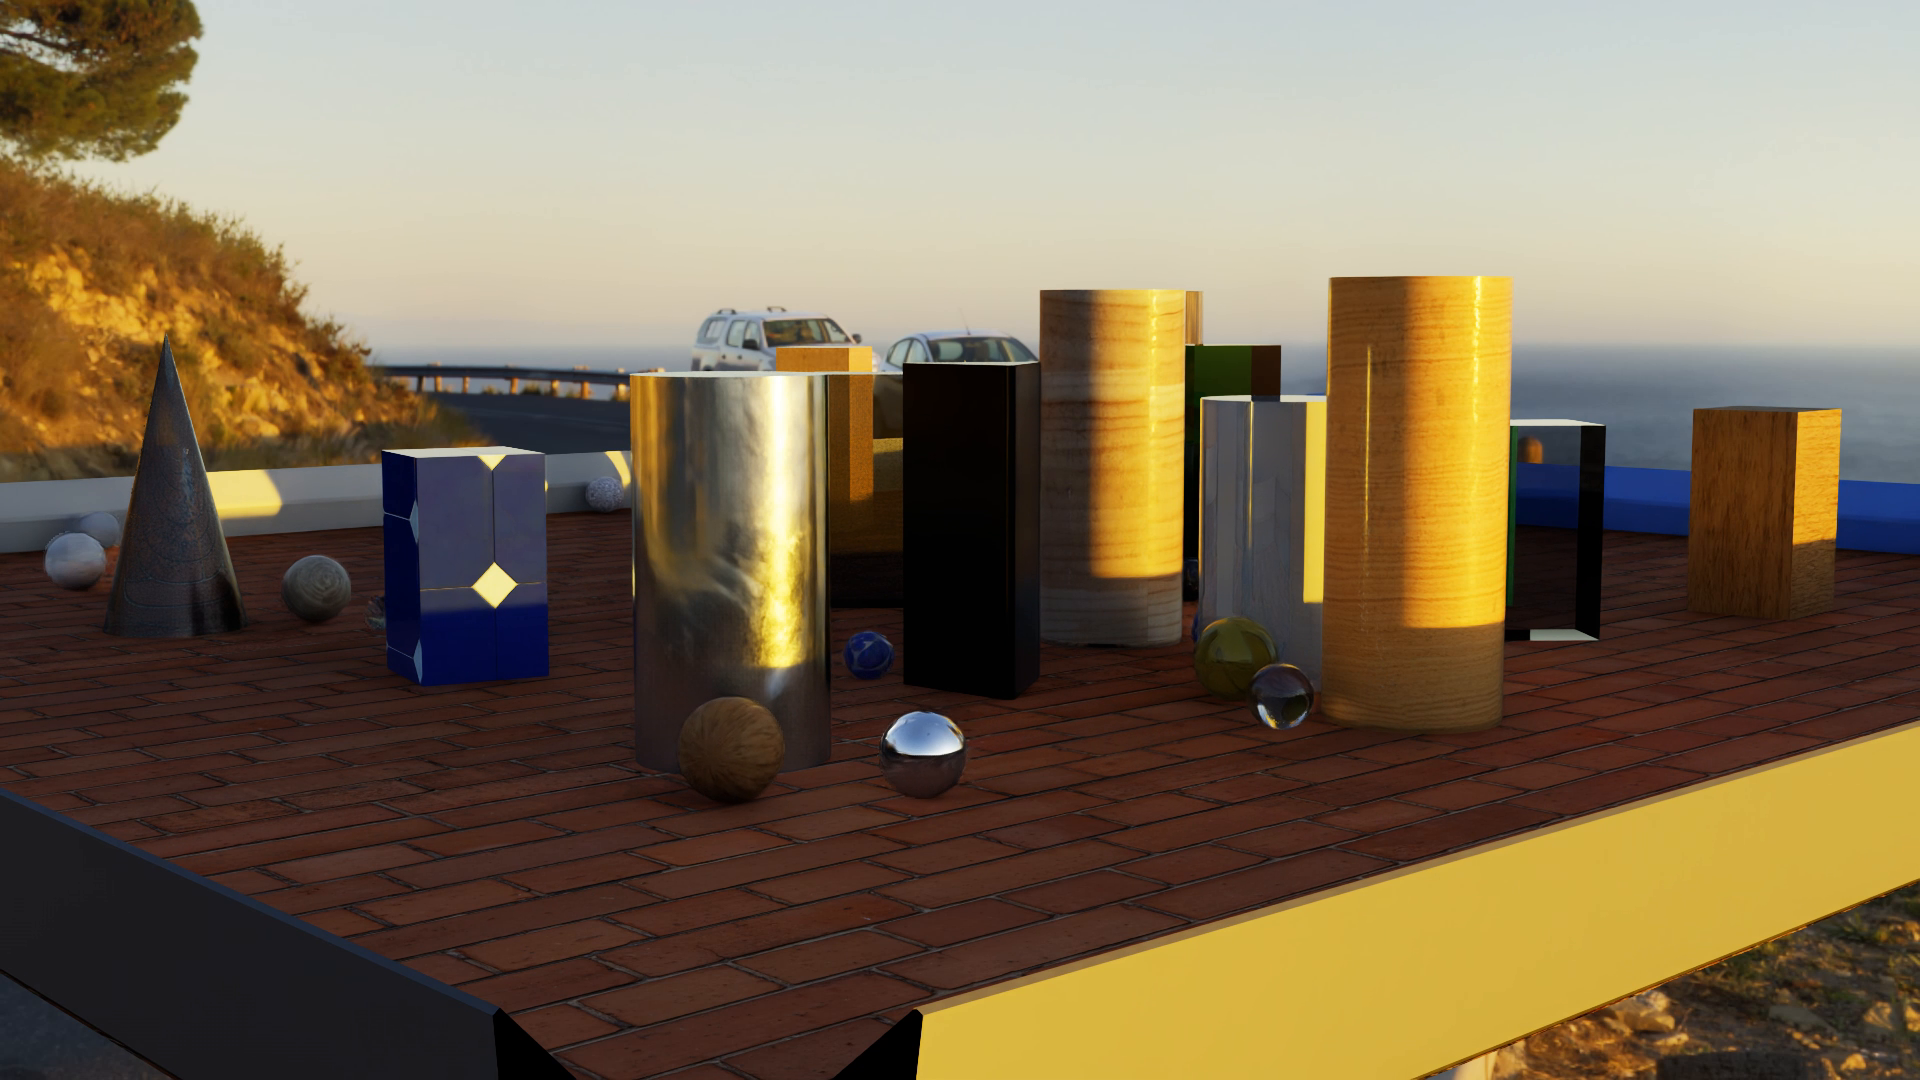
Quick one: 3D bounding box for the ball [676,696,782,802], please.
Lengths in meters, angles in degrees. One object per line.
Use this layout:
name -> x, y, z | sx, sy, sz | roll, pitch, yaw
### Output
ball -> -0.209, 0.190, 1.993 | 0.096, 0.096, 0.096 | 0, 6, 0

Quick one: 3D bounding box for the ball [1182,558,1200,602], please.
ball -> 0.349, 0.062, 3.358 | 0.066, 0.066, 0.066 | 0, 6, 0

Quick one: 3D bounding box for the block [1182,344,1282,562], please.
block -> 0.417, -0.126, 3.608 | 0.156, 0.388, 0.156 | -2, 6, -21

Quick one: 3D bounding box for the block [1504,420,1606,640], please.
block -> 0.783, -0.017, 3.031 | 0.156, 0.290, 0.156 | 0, 6, -3

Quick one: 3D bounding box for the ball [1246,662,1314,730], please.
ball -> 0.340, 0.166, 2.338 | 0.071, 0.071, 0.071 | 0, 6, 0

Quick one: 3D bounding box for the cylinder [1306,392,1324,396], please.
cylinder -> 0.680, -0.094, 3.716 | 0.195, 0.302, 0.195 | 0, 6, 0

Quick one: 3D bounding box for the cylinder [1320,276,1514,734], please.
cylinder -> 0.494, -0.044, 2.385 | 0.195, 0.479, 0.195 | 0, 6, 0

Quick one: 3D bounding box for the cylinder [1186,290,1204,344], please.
cylinder -> 0.342, -0.211, 3.991 | 0.195, 0.477, 0.195 | 0, 6, 0

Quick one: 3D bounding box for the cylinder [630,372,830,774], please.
cylinder -> -0.227, 0.027, 2.180 | 0.195, 0.381, 0.195 | 0, 6, 0

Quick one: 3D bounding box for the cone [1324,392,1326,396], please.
cone -> 0.539, -0.069, 3.215 | 0.195, 0.356, 0.195 | 0, 6, 0

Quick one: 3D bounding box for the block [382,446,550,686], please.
block -> -0.607, 0.028, 2.696 | 0.156, 0.272, 0.156 | -3, 7, -29

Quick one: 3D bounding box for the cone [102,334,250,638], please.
cone -> -1.101, -0.083, 3.070 | 0.195, 0.415, 0.195 | 0, 6, 0

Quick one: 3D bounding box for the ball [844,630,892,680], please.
ball -> -0.111, 0.139, 2.655 | 0.060, 0.060, 0.060 | 0, 6, 0

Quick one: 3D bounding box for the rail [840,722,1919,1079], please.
rail -> 1.142, 0.162, 2.101 | 3.484, 0.127, 0.045 | -5, 8, -42

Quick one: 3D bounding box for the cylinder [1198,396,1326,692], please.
cylinder -> 0.385, 0.000, 2.642 | 0.195, 0.339, 0.195 | 0, 6, 0

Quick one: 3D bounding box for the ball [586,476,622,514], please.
ball -> -0.780, -0.099, 4.819 | 0.081, 0.081, 0.081 | 0, 6, 0

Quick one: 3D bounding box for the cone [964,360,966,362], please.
cone -> 0.010, -0.208, 4.615 | 0.195, 0.340, 0.195 | 0, 6, 0

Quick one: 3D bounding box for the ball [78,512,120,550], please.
ball -> -1.597, -0.017, 4.081 | 0.072, 0.072, 0.072 | 0, 6, 0

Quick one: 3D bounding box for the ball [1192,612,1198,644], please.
ball -> 0.333, 0.115, 2.807 | 0.075, 0.075, 0.075 | 0, 6, 0

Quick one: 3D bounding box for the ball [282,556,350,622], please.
ball -> -0.921, 0.070, 3.144 | 0.095, 0.095, 0.095 | 0, 6, 0

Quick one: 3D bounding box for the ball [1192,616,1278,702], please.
ball -> 0.314, 0.135, 2.505 | 0.097, 0.097, 0.097 | 0, 6, 0

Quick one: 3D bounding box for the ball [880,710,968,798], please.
ball -> -0.033, 0.196, 2.013 | 0.080, 0.080, 0.080 | 0, 6, 0

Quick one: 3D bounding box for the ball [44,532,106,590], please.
ball -> -1.406, 0.034, 3.496 | 0.091, 0.091, 0.091 | 0, 6, 0

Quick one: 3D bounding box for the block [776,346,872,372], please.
block -> -0.279, -0.215, 4.552 | 0.156, 0.368, 0.156 | 2, 6, 15

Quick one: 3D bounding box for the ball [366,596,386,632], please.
ball -> -0.799, 0.103, 3.048 | 0.049, 0.049, 0.049 | 0, 6, 0

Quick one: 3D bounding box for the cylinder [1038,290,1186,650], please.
cylinder -> 0.203, -0.099, 2.954 | 0.195, 0.470, 0.195 | 0, 6, 0

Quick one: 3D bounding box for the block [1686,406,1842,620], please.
block -> 1.190, -0.045, 3.256 | 0.156, 0.299, 0.156 | 6, 8, 43

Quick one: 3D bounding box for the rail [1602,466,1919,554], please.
rail -> 1.263, -0.088, 4.491 | 0.045, 0.127, 3.414 | -5, 8, -42

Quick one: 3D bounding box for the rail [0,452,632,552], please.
rail -> -1.142, -0.096, 4.562 | 3.484, 0.127, 0.045 | -5, 8, -42

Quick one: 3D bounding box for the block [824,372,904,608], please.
block -> -0.143, -0.080, 3.350 | 0.156, 0.349, 0.156 | 0, 6, -4

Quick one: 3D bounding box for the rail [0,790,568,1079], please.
rail -> -1.263, 0.154, 2.173 | 0.045, 0.127, 3.414 | -5, 8, -42

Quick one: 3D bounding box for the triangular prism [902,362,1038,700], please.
triangular prism -> 0.044, -0.018, 2.605 | 0.169, 0.382, 0.146 | 5, 8, 42
